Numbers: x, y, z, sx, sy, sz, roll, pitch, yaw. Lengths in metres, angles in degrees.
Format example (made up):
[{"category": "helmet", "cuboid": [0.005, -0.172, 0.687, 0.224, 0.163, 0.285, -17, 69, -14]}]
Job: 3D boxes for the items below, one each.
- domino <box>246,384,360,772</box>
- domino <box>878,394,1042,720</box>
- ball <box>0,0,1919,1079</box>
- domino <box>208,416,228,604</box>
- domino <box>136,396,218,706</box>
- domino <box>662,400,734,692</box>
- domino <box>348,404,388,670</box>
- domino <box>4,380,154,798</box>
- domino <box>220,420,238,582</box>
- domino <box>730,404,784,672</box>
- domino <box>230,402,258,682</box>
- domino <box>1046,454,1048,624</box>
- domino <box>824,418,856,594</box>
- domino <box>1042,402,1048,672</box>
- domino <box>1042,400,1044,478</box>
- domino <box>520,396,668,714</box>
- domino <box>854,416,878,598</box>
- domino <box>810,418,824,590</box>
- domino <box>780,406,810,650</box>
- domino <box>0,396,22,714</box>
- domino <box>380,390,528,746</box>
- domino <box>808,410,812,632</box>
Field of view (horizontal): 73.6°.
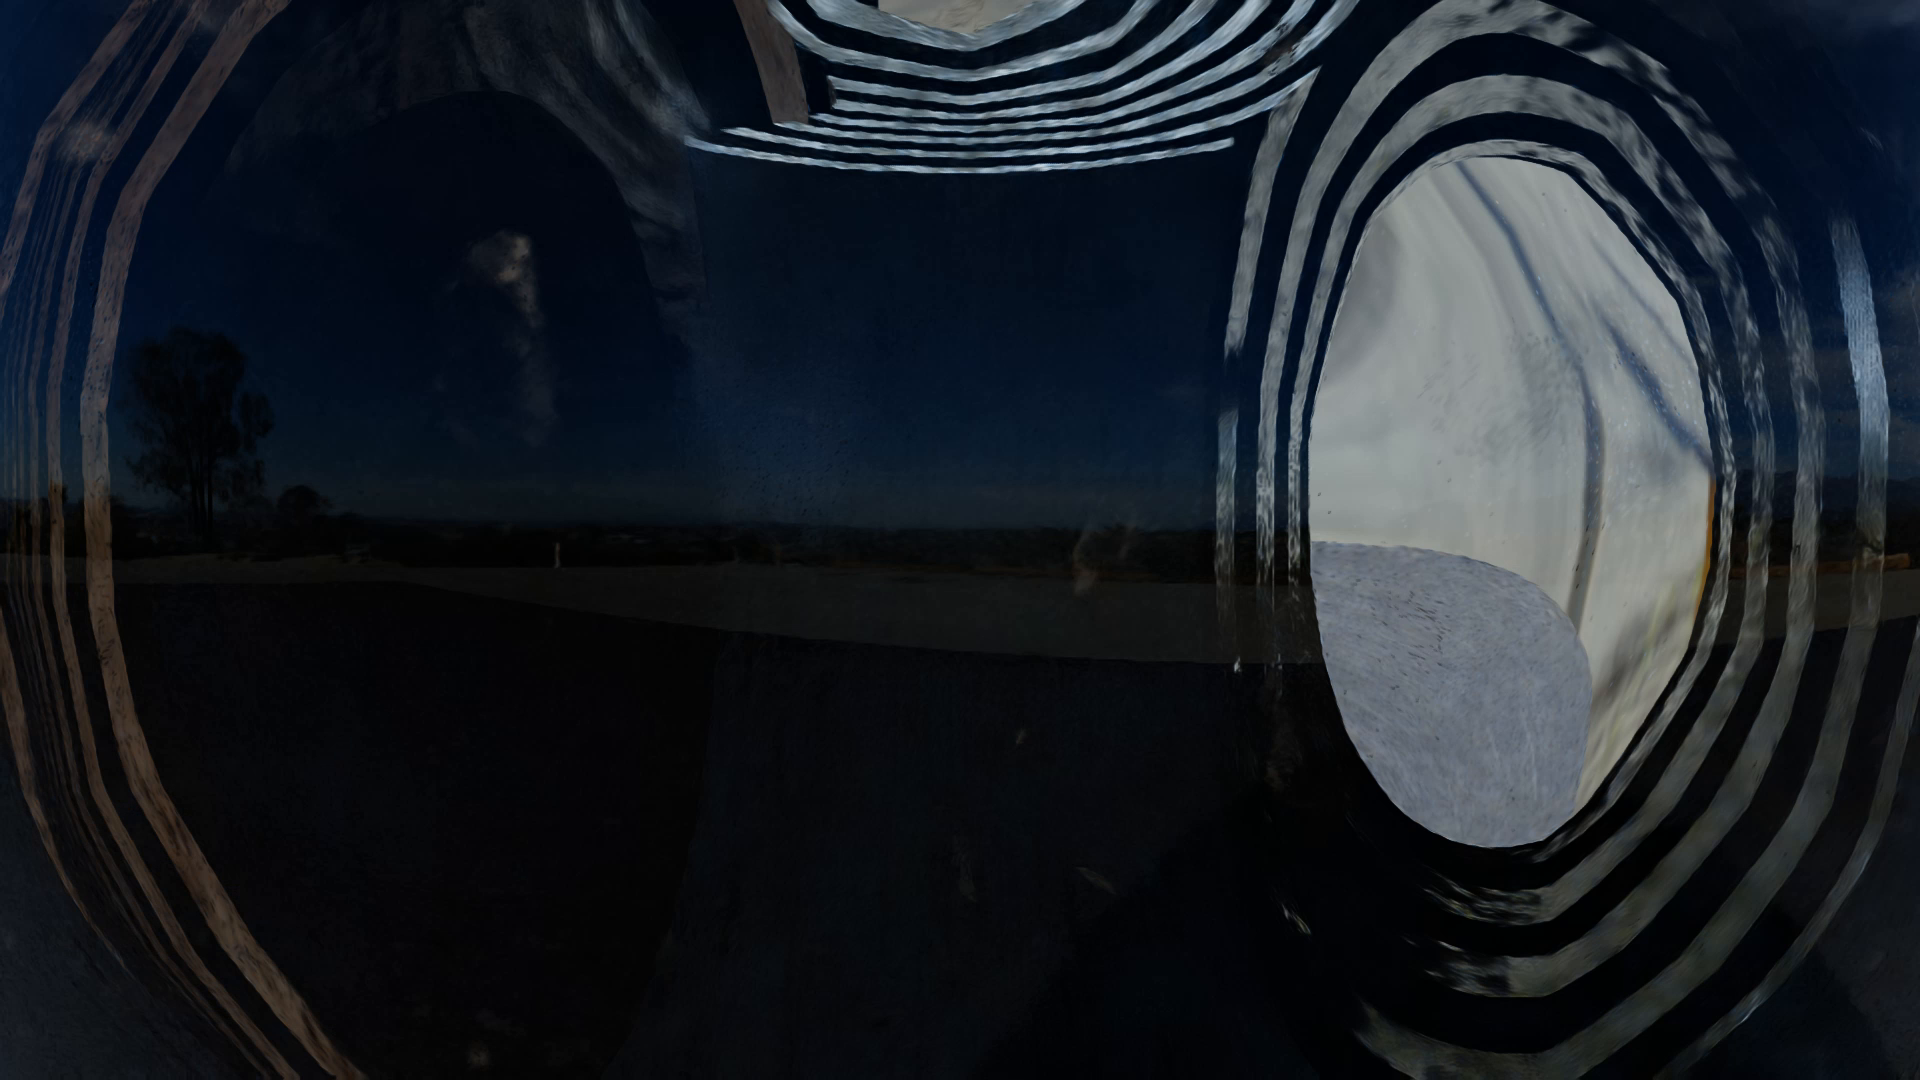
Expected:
[{"category": "domino", "cuboid": [-0.091, 0.004, 0.178, 0.009, 0.050, 0.025, -3, 5, -34]}, {"category": "domino", "cuboid": [0.000, 0.002, 0.201, 0.025, 0.050, 0.010, 0, 4, 0]}, {"category": "ball", "cuboid": [0.000, -0.002, 0.056, 0.080, 0.080, 0.080, 0, 4, 0]}, {"category": "domino", "cuboid": [-0.207, -0.008, 0.346, 0.009, 0.050, 0.025, -4, 6, -42]}, {"category": "domino", "cuboid": [-0.134, 0.001, 0.218, 0.010, 0.050, 0.025, -2, 5, -26]}, {"category": "domino", "cuboid": [-0.054, 0.001, 0.227, 0.025, 0.050, 0.010, 2, 5, 21]}, {"category": "domino", "cuboid": [-0.108, -0.001, 0.246, 0.025, 0.050, 0.009, 2, 5, 28]}, {"category": "domino", "cuboid": [-0.113, 0.005, 0.166, 0.009, 0.050, 0.025, -2, 5, -24]}, {"category": "domino", "cuboid": [-0.227, -0.013, 0.405, 0.009, 0.050, 0.025, -3, 5, -34]}, {"category": "domino", "cuboid": [-0.048, -0.001, 0.246, 0.025, 0.050, 0.009, 1, 4, 13]}, {"category": "domino", "cuboid": [-0.120, 0.000, 0.229, 0.025, 0.050, 0.010, 4, 6, 44]}, {"category": "domino", "cuboid": [0.005, -0.002, 0.261, 0.025, 0.050, 0.010, 0, 4, 4]}, {"category": "domino", "cuboid": [-0.027, -0.011, 0.374, 0.025, 0.050, 0.010, -4, 6, -43]}, {"category": "domino", "cuboid": [0.004, -0.001, 0.244, 0.025, 0.050, 0.009, 0, 4, 5]}, {"category": "domino", "cuboid": [0.002, 0.001, 0.223, 0.025, 0.050, 0.009, 0, 4, 6]}, {"category": "domino", "cuboid": [-0.061, 0.002, 0.210, 0.025, 0.050, 0.009, 2, 5, 29]}, {"category": "domino", "cuboid": [-0.017, -0.010, 0.362, 0.025, 0.050, 0.010, -3, 5, -37]}, {"category": "domino", "cuboid": [-0.039, -0.011, 0.386, 0.010, 0.050, 0.025, 4, 6, 42]}, {"category": "domino", "cuboid": [-0.045, -0.003, 0.268, 0.025, 0.050, 0.010, 0, 4, 2]}, {"category": "domino", "cuboid": [-0.150, 0.002, 0.213, 0.010, 0.050, 0.025, -1, 4, -10]}, {"category": "domino", "cuboid": [-0.075, 0.003, 0.191, 0.025, 0.050, 0.010, 4, 6, 43]}, {"category": "domino", "cuboid": [-0.047, -0.004, 0.290, 0.025, 0.050, 0.010, -1, 4, -14]}]
